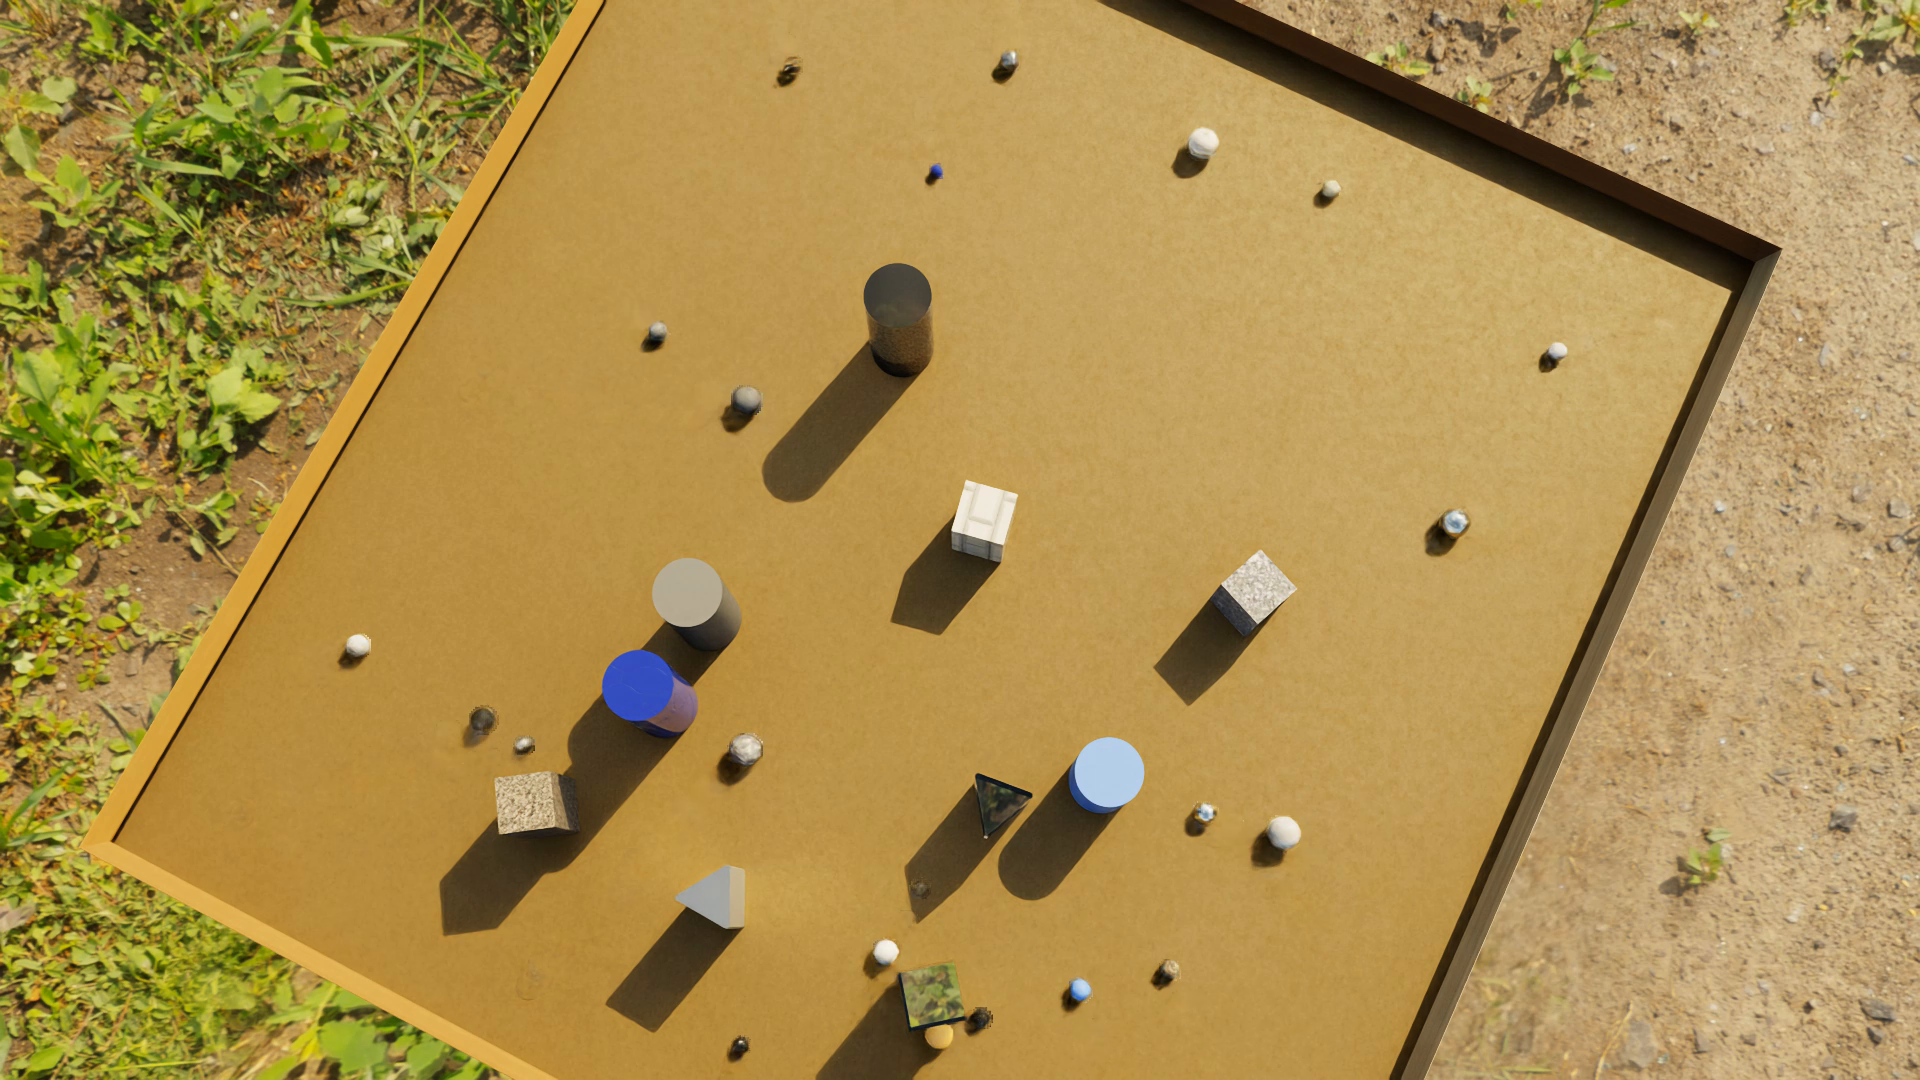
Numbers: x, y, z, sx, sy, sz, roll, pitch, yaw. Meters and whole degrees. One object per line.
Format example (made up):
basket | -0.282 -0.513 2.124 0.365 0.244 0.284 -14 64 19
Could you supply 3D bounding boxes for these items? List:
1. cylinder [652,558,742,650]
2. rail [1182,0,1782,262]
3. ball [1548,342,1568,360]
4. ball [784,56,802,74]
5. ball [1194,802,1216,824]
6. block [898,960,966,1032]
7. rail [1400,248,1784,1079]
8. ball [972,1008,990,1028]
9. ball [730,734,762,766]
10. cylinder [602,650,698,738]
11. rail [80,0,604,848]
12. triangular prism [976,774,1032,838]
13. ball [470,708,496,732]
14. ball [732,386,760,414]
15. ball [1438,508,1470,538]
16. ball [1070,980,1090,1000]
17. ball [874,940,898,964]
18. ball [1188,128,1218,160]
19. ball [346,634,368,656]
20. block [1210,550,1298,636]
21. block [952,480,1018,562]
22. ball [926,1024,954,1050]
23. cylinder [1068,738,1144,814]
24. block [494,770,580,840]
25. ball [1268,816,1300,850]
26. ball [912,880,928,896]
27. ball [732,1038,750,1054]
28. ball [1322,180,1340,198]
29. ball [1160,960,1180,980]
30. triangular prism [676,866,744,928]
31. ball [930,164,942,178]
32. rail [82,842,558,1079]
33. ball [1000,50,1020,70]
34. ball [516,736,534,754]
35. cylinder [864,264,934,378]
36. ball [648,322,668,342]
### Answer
cylinder | -0.761 0.193 5.341 0.196 0.462 0.196 0 78 0
rail | 0.866 -1.689 5.900 3.744 0.127 0.045 26 80 5
ball | 1.861 -0.587 5.709 0.058 0.058 0.058 0 78 0
ball | -0.539 -1.529 5.904 0.056 0.056 0.056 0 78 0
ball | 0.726 0.807 5.416 0.065 0.065 0.065 0 78 0
block | -0.077 1.280 5.166 0.157 0.363 0.157 -11 79 -2
rail | 1.653 0.816 5.382 0.045 0.127 3.919 26 80 5
ball | 0.061 1.383 5.304 0.052 0.052 0.052 0 78 0
ball | -0.637 0.624 5.439 0.095 0.095 0.095 0 78 0
cylinder | -0.886 0.449 5.276 0.196 0.486 0.196 0 78 0
rail | -1.653 -0.803 5.717 0.045 0.127 3.919 26 80 5
triangular prism | 0.093 0.746 5.308 0.170 0.302 0.147 -39 81 -7
ball | -1.422 0.537 5.468 0.073 0.073 0.073 0 78 0
ball | -0.659 -0.433 5.661 0.088 0.088 0.088 0 78 0
ball | 1.506 -0.052 5.580 0.092 0.092 0.092 0 78 0
ball | 0.349 1.304 5.316 0.061 0.061 0.061 0 78 0
ball | -0.216 1.199 5.332 0.071 0.071 0.071 0 78 0
ball | 0.773 -1.262 5.828 0.098 0.098 0.098 0 78 0
ball | -1.815 0.318 5.517 0.066 0.066 0.066 0 78 0
block | 0.870 0.161 5.452 0.157 0.257 0.157 -41 81 -8
block | 0.072 -0.053 5.487 0.157 0.274 0.157 16 79 3
ball | -0.060 1.424 5.280 0.082 0.082 0.082 0 78 0
cylinder | 0.421 0.686 5.317 0.196 0.310 0.196 0 78 0
block | -1.215 0.767 5.284 0.157 0.341 0.157 -7 78 -2
ball | 0.953 0.862 5.388 0.098 0.098 0.098 0 78 0
ball | -0.117 1.023 5.379 0.050 0.050 0.050 0 78 0
ball | -0.633 1.460 5.290 0.048 0.048 0.048 0 78 0
ball | 1.178 -1.115 5.819 0.056 0.056 0.056 0 78 0
ball | 0.612 1.250 5.330 0.055 0.055 0.055 0 78 0
triangular prism | -0.675 0.998 5.225 0.170 0.363 0.147 29 80 6
ball | -0.076 -1.175 5.839 0.040 0.040 0.040 0 78 0
rail | -0.866 1.702 5.198 3.744 0.127 0.045 26 80 5
ball | 0.161 -1.545 5.904 0.063 0.063 0.063 0 78 0
ball | -1.299 0.610 5.464 0.051 0.051 0.051 0 78 0
cylinder | -0.179 -0.653 5.502 0.196 0.488 0.196 0 78 0
ball | -0.943 -0.651 5.720 0.061 0.061 0.061 0 78 0
